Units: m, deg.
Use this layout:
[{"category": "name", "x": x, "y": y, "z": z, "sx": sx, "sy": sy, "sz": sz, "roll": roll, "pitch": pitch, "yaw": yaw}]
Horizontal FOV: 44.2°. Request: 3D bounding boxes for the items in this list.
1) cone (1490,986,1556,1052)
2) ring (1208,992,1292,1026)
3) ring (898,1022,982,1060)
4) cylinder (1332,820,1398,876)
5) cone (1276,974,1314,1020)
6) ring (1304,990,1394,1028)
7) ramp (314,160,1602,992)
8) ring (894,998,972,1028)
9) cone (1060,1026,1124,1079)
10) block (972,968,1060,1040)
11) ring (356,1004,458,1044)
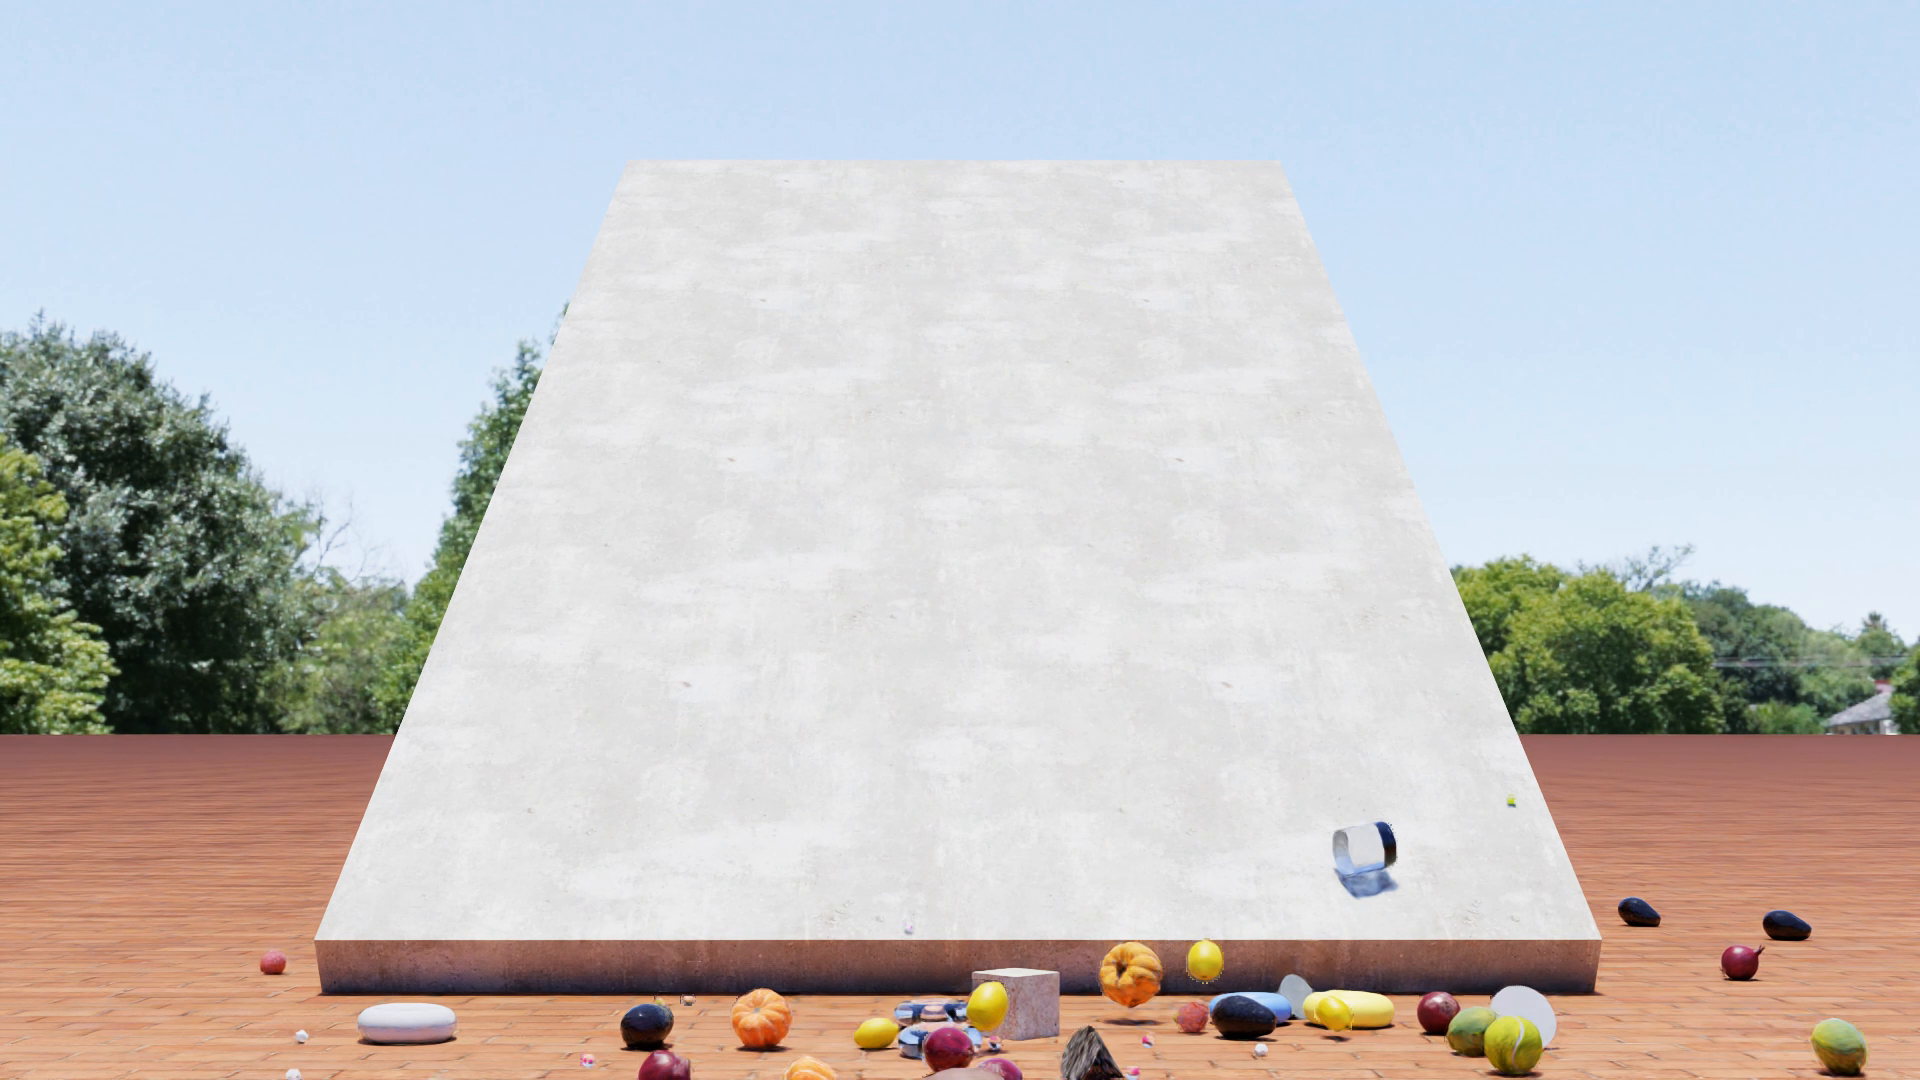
[{"category": "cone", "x": 0.719, "y": 0.640, "z": 3.090, "sx": 0.089, "sy": 0.089, "sz": 0.089, "roll": 1, "pitch": -31, "yaw": -11}, {"category": "ring", "x": 0.408, "y": 0.660, "z": 3.322, "sx": 0.116, "sy": 0.039, "sz": 0.116, "roll": -1, "pitch": -5, "yaw": 0}, {"category": "ring", "x": -0.025, "y": 0.635, "z": 2.998, "sx": 0.108, "sy": 0.036, "sz": 0.108, "roll": 0, "pitch": -3, "yaw": 0}, {"category": "cylinder", "x": 0.655, "y": 0.499, "z": 3.827, "sx": 0.077, "sy": 0.077, "sz": 0.077, "roll": -9, "pitch": -2, "yaw": -18}, {"category": "cone", "x": 0.465, "y": 0.670, "z": 3.400, "sx": 0.067, "sy": 0.067, "sz": 0.067, "roll": 4, "pitch": -33, "yaw": -40}, {"category": "ring", "x": 0.543, "y": 0.657, "z": 3.304, "sx": 0.127, "sy": 0.042, "sz": 0.127, "roll": 1, "pitch": -4, "yaw": 0}, {"category": "ramp", "x": -0.010, "y": -0.228, "z": 5.483, "sx": 2.000, "sy": 0.100, "sz": 4.000, "roll": 0, "pitch": 27, "yaw": 0}, {"category": "ring", "x": -0.036, "y": 0.656, "z": 3.267, "sx": 0.111, "sy": 0.037, "sz": 0.111, "roll": -1, "pitch": -6, "yaw": 0}, {"category": "cone", "x": 0.168, "y": 0.621, "z": 2.790, "sx": 0.069, "sy": 0.069, "sz": 0.069, "roll": 32, "pitch": -18, "yaw": -23}, {"category": "block", "x": 0.075, "y": 0.627, "z": 3.196, "sx": 0.084, "sy": 0.084, "sz": 0.084, "roll": 4, "pitch": -6, "yaw": -44}, {"category": "ring", "x": -0.735, "y": 0.643, "z": 3.144, "sx": 0.131, "sy": 0.044, "sz": 0.131, "roll": 1, "pitch": -5, "yaw": 0}]
